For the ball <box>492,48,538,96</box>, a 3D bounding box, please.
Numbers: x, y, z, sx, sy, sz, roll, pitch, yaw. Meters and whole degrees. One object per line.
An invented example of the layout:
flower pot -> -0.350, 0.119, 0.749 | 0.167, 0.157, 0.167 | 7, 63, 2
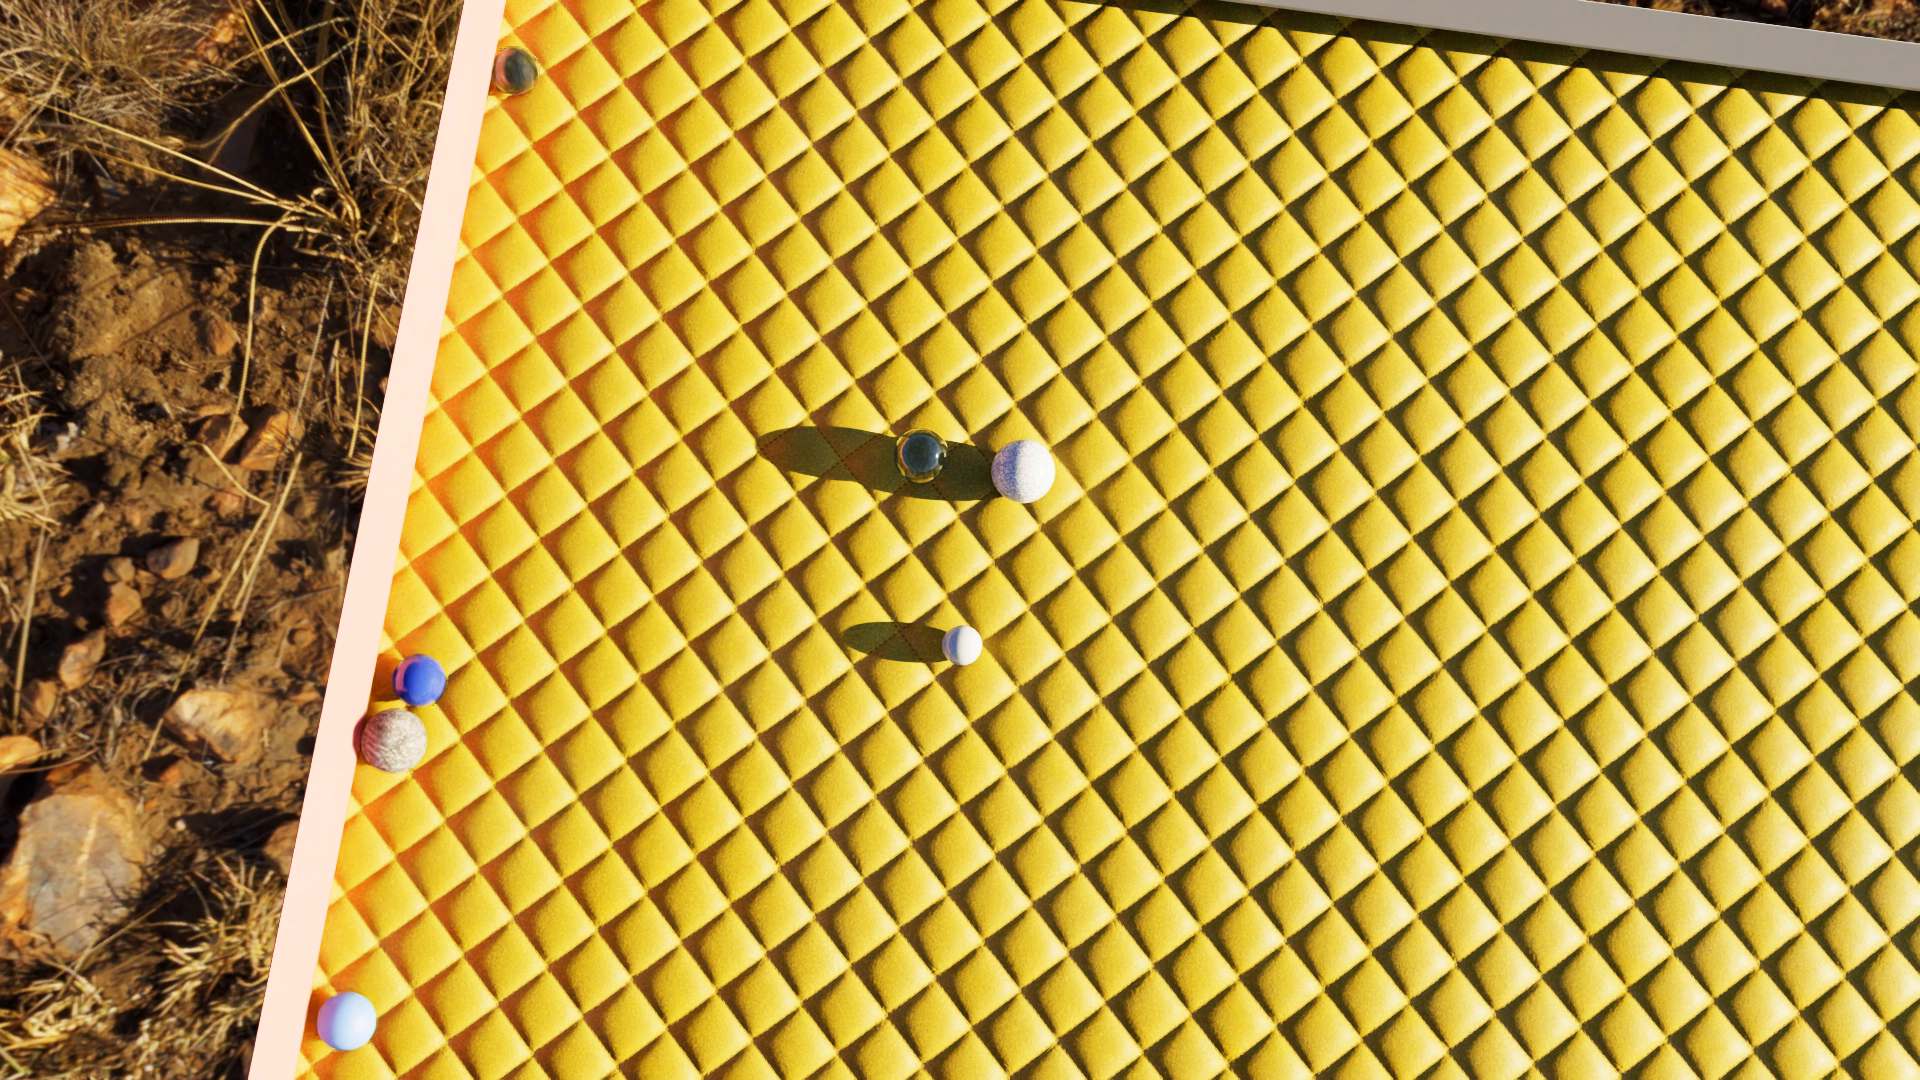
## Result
ball -> -0.700, -0.736, 3.455 | 0.073, 0.073, 0.073 | 0, 78, 0

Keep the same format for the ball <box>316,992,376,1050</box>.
ball -> -0.879, 0.690, 3.153 | 0.083, 0.083, 0.083 | 0, 78, 0

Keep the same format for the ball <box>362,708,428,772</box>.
ball -> -0.830, 0.294, 3.229 | 0.095, 0.095, 0.095 | 0, 78, 0

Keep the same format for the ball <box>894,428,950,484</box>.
ball -> -0.059, -0.127, 3.322 | 0.085, 0.085, 0.085 | 0, 78, 0

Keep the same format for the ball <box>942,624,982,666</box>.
ball -> 0.003, 0.157, 3.276 | 0.060, 0.060, 0.060 | 0, 78, 0

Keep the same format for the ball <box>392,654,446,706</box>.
ball -> -0.801, 0.207, 3.256 | 0.077, 0.077, 0.077 | 0, 78, 0

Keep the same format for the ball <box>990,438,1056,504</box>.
ball -> 0.095, -0.104, 3.311 | 0.097, 0.097, 0.097 | 0, 78, 0

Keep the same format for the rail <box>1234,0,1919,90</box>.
rail -> 0.993, -0.790, 3.438 | 3.488, 0.126, 0.045 | 8, 78, 2

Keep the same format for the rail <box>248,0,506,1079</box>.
rail -> -0.840, -0.120, 3.299 | 0.045, 0.126, 1.912 | 8, 78, 2
